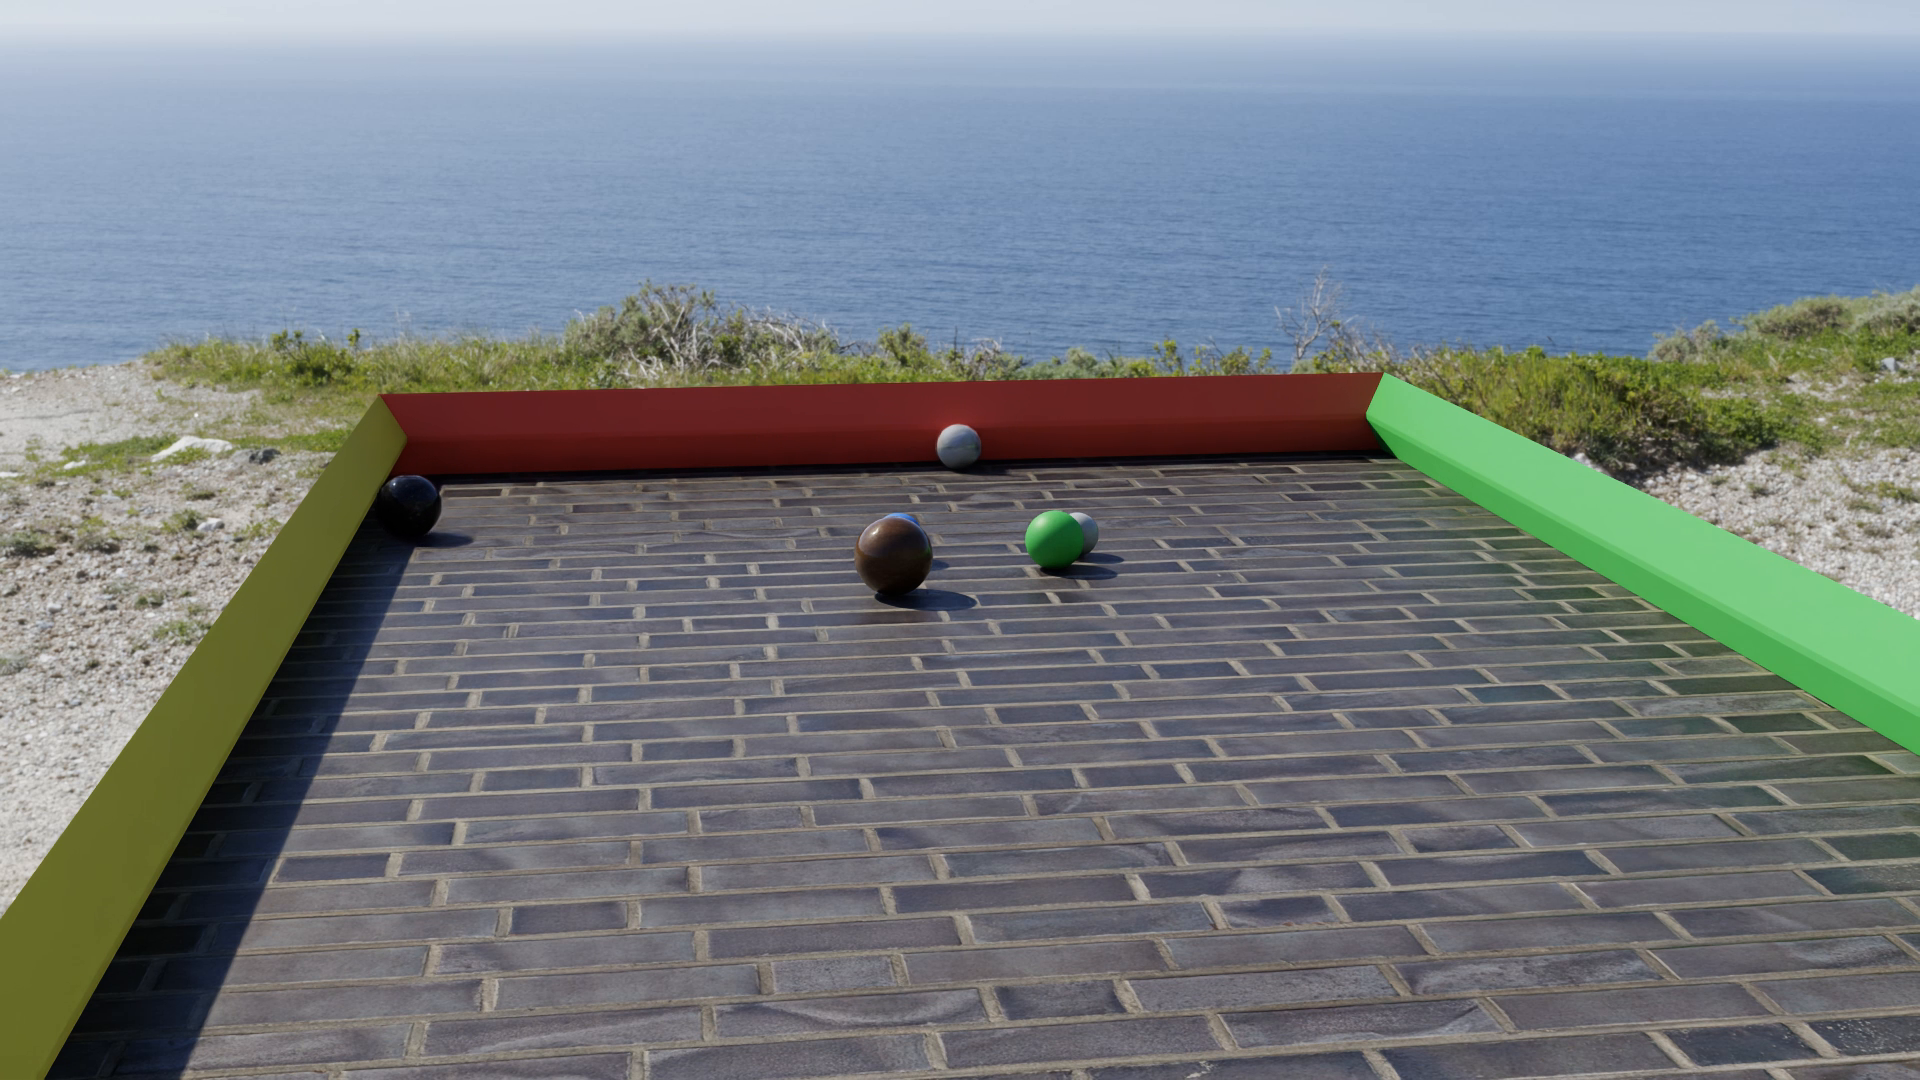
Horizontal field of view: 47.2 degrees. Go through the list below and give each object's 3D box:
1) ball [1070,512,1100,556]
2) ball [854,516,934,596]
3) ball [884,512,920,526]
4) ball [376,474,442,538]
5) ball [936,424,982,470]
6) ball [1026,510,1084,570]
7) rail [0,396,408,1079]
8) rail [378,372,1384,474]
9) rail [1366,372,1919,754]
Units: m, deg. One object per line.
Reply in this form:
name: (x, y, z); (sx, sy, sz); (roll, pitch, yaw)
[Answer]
ball: (0.156, -0.008, 2.926); (0.058, 0.058, 0.058); (0, 13, 0)
ball: (-0.082, 0.020, 2.720); (0.098, 0.098, 0.098); (0, 13, 0)
ball: (-0.081, -0.003, 2.894); (0.065, 0.065, 0.065); (0, 13, 0)
ball: (-0.759, -0.047, 3.033); (0.087, 0.087, 0.087); (0, 13, 0)
ball: (-0.001, -0.149, 3.502); (0.072, 0.072, 0.072); (0, 13, 0)
ball: (0.123, 0.000, 2.854); (0.077, 0.077, 0.077); (0, 13, 0)
rail: (-0.682, 0.161, 2.044); (0.045, 0.128, 2.907); (-2, 13, -8)
rail: (-0.098, -0.185, 3.531); (1.629, 0.128, 0.045); (-2, 13, -8)
rail: (0.884, 0.111, 2.258); (0.045, 0.128, 2.907); (-2, 13, -8)
